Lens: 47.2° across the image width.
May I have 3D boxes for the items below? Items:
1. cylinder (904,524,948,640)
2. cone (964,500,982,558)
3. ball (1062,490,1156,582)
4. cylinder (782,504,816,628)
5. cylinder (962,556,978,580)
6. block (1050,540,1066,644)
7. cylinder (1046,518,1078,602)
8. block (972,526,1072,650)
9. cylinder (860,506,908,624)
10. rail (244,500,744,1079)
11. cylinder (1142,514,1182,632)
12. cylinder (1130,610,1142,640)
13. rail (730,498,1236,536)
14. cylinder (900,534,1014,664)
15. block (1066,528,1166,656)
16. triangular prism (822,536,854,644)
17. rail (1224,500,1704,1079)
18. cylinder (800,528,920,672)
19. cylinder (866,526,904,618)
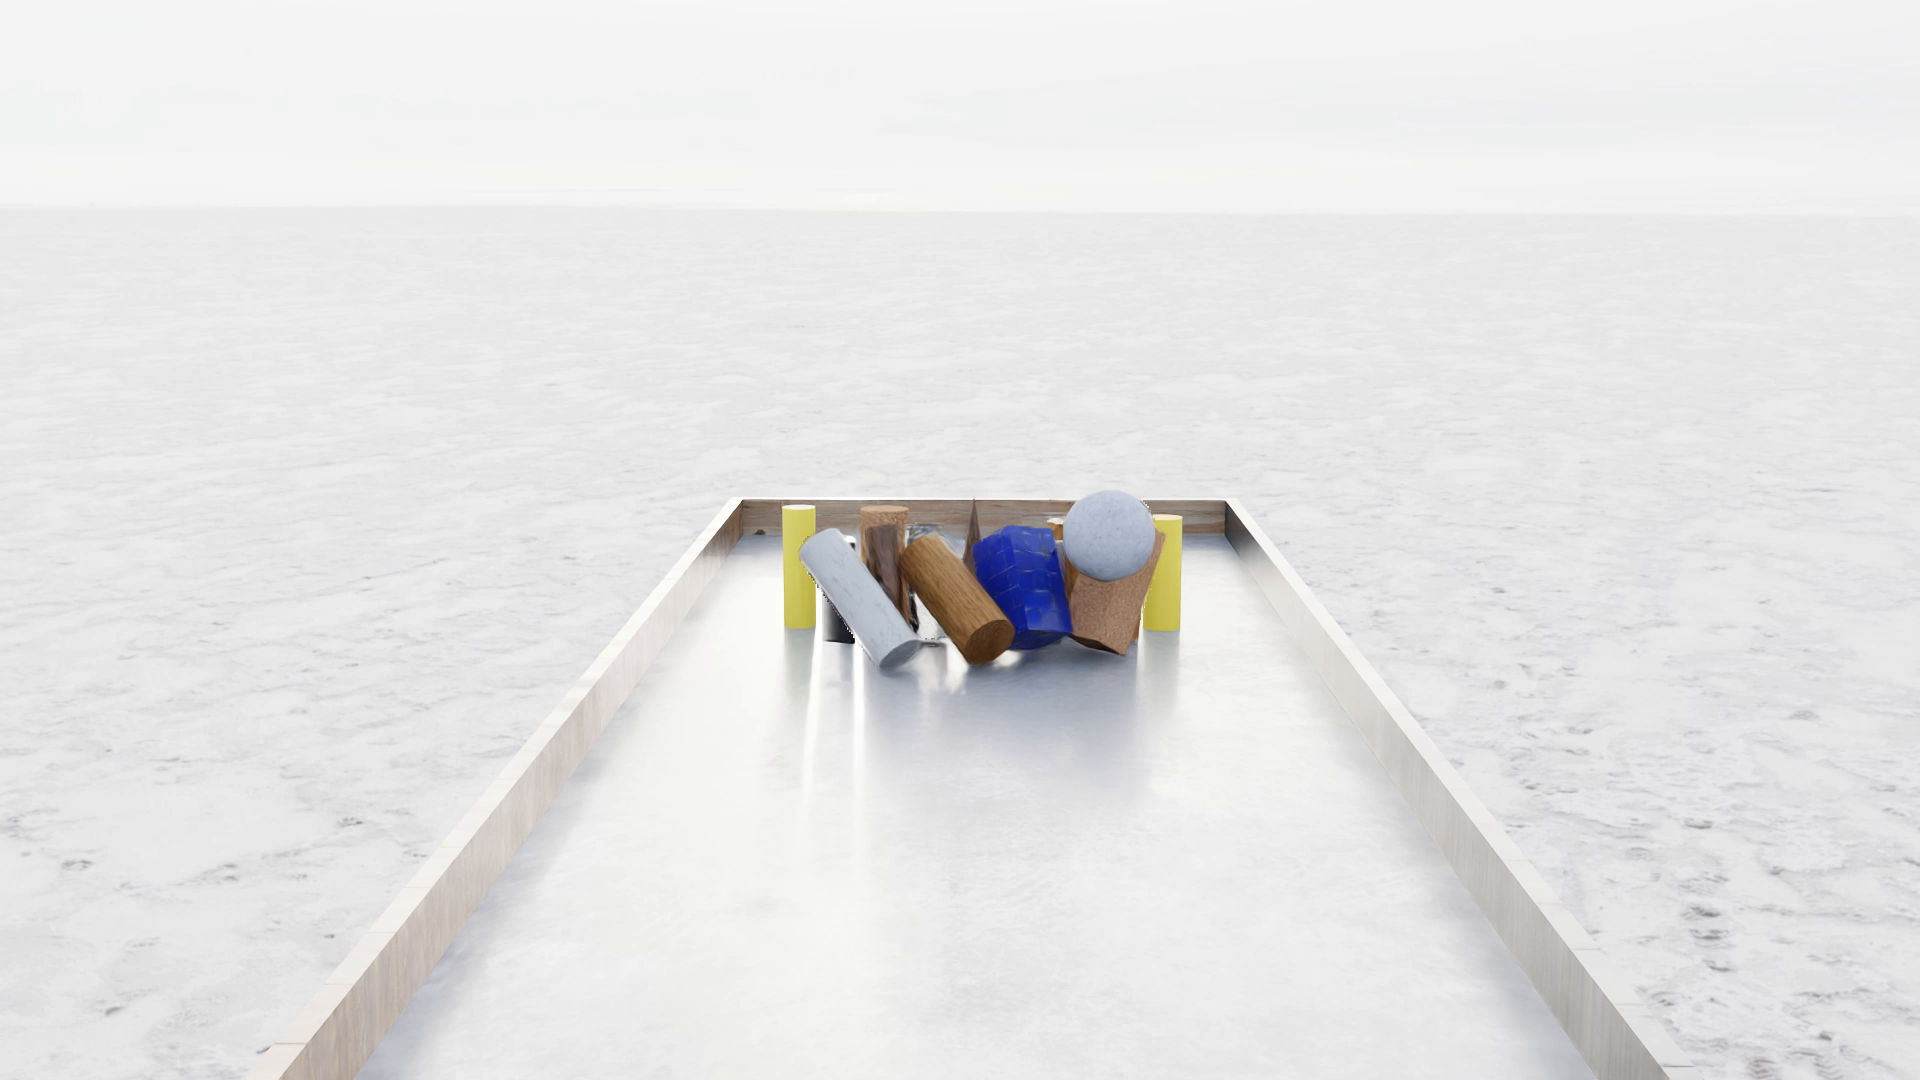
[{"bbox_3d":[-0.107,0.135,6.952,0.119,0.361,0.119,-4,-2,0],"label":"cylinder"},{"bbox_3d":[0.046,0.066,7.201,0.148,0.436,0.148,0,9,0],"label":"cone"},{"bbox_3d":[0.445,-0.013,6.585,0.278,0.278,0.278,0,9,0],"label":"ball"},{"bbox_3d":[-0.526,0.087,7.209,0.108,0.392,0.108,0,9,0],"label":"cylinder"},{"bbox_3d":[0.048,0.202,6.842,0.102,0.102,0.306,-1,51,-6],"label":"cylinder"},{"bbox_3d":[0.247,0.160,6.931,0.112,0.325,0.112,-2,7,-37],"label":"block"},{"bbox_3d":[0.357,0.113,7.163,0.151,0.355,0.151,0,9,0],"label":"cylinder"},{"bbox_3d":[0.190,0.149,6.745,0.180,0.335,0.180,5,-24,-39],"label":"block"},{"bbox_3d":[-0.246,0.092,7.179,0.156,0.391,0.156,0,9,0],"label":"cylinder"},{"bbox_3d":[-1.004,0.839,3.234,0.050,0.150,12.000,0,9,1],"label":"rail"},{"bbox_3d":[0.659,0.106,7.175,0.126,0.364,0.126,0,9,0],"label":"cylinder"},{"bbox_3d":[0.530,0.141,6.971,0.106,0.345,0.106,6,-4,0],"label":"cylinder"},{"bbox_3d":[0.099,-0.098,9.147,2.100,0.150,0.050,0,9,1],"label":"rail"},{"bbox_3d":[-0.014,0.180,6.696,0.176,0.176,0.417,-6,41,-34],"label":"cylinder"},{"bbox_3d":[0.472,0.134,6.792,0.154,0.399,0.154,11,-13,43],"label":"block"},{"bbox_3d":[-0.364,0.157,6.983,0.119,0.324,0.103,4,10,26],"label":"triangular prism"},{"bbox_3d":[1.046,0.843,3.208,0.050,0.150,12.000,0,9,1],"label":"rail"},{"bbox_3d":[-0.301,0.177,6.594,0.145,0.145,0.449,-10,54,-47],"label":"cylinder"},{"bbox_3d":[-0.225,0.158,6.709,0.101,0.395,0.101,-4,-6,0],"label":"cylinder"}]
